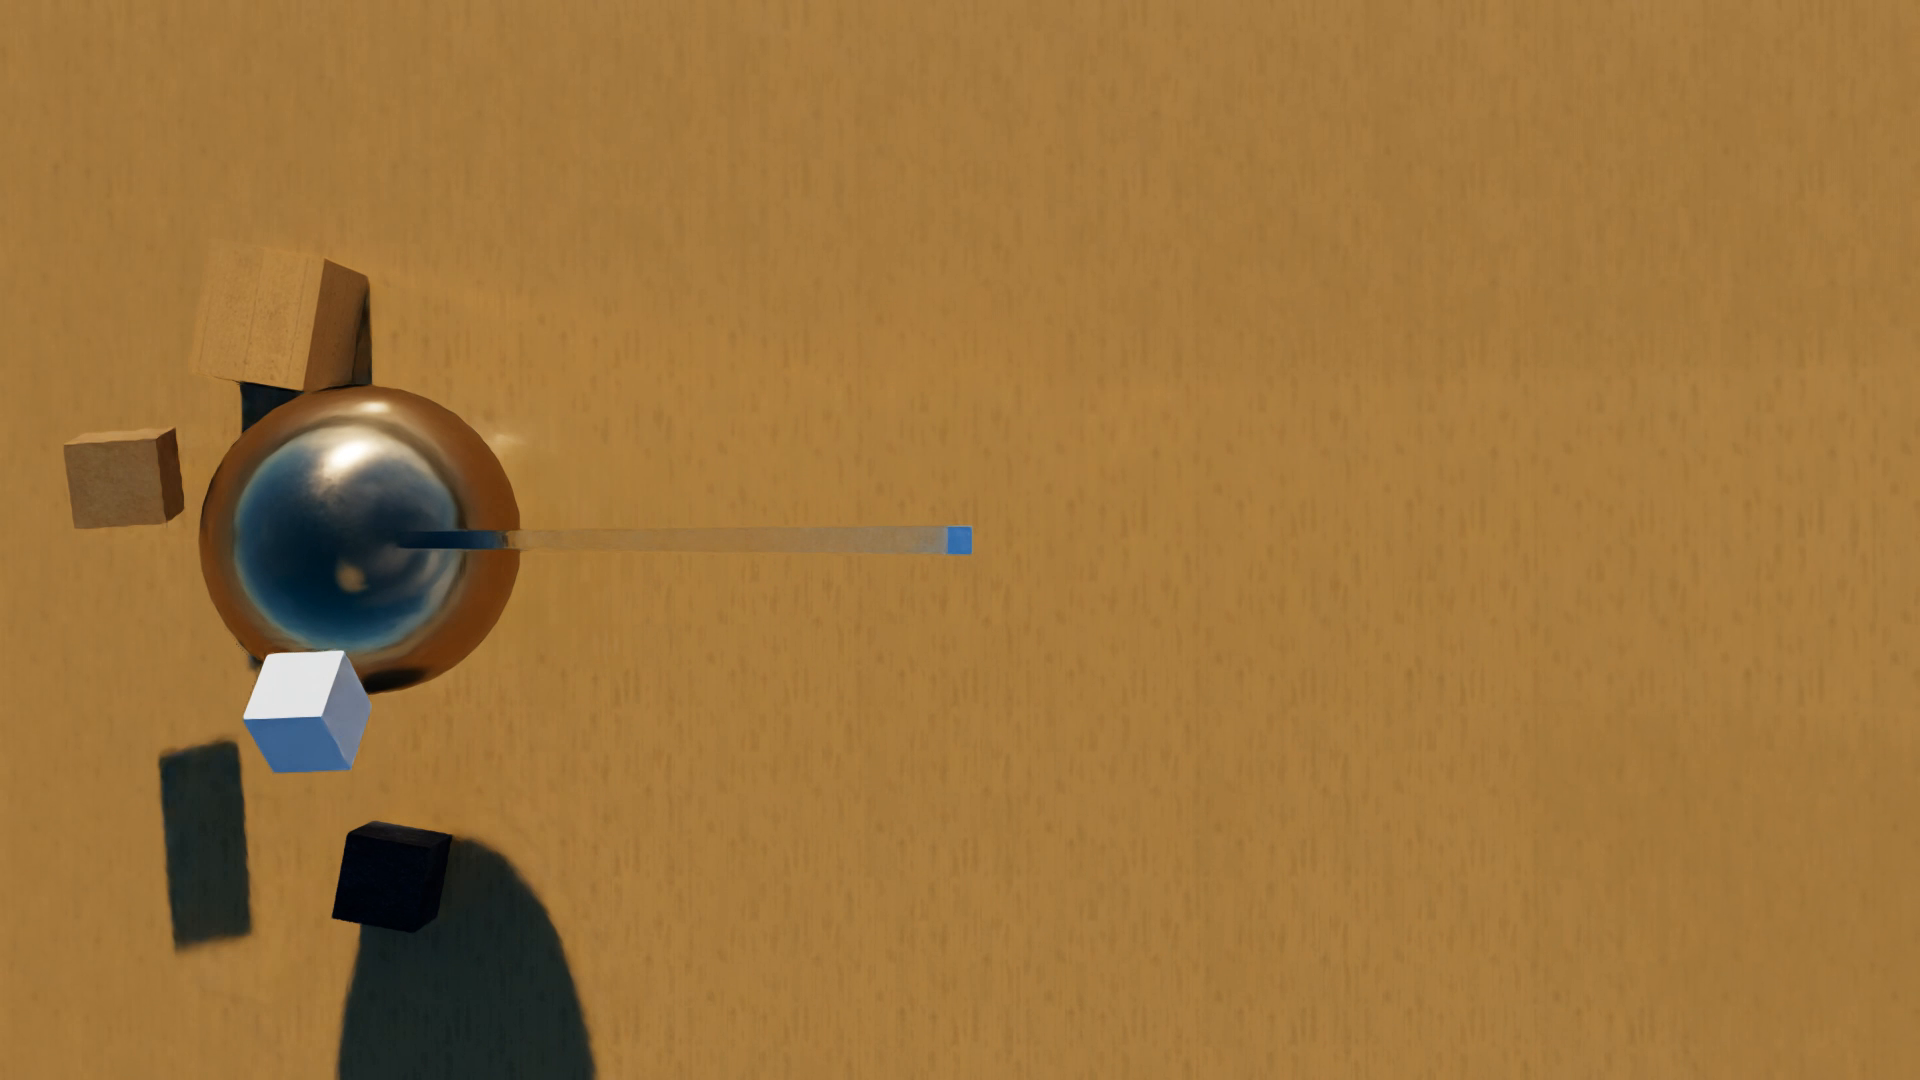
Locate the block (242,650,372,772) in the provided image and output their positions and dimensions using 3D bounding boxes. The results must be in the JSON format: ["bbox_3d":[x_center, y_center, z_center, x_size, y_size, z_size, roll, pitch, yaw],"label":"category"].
[{"bbox_3d":[-2.833,0.749,9.571,0.354,0.370,0.367,-3,46,9],"label":"block"}]

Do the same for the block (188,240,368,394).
[{"bbox_3d":[-3.887,-1.243,12.592,0.649,0.792,0.745,10,90,2],"label":"block"}]

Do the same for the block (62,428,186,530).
[{"bbox_3d":[-4.554,-0.340,11.995,0.483,0.412,0.463,-4,102,-5],"label":"block"}]

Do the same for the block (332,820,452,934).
[{"bbox_3d":[-3.277,1.941,12.720,0.472,0.560,0.490,10,90,0],"label":"block"}]

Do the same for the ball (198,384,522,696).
[{"bbox_3d":[-3.066,0.000,11.299,1.600,1.600,1.600,0,90,0],"label":"ball"}]

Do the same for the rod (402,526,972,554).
[{"bbox_3d":[-1.329,0.000,8.377,0.080,5.200,0.080,0,90,-31],"label":"rod"}]
